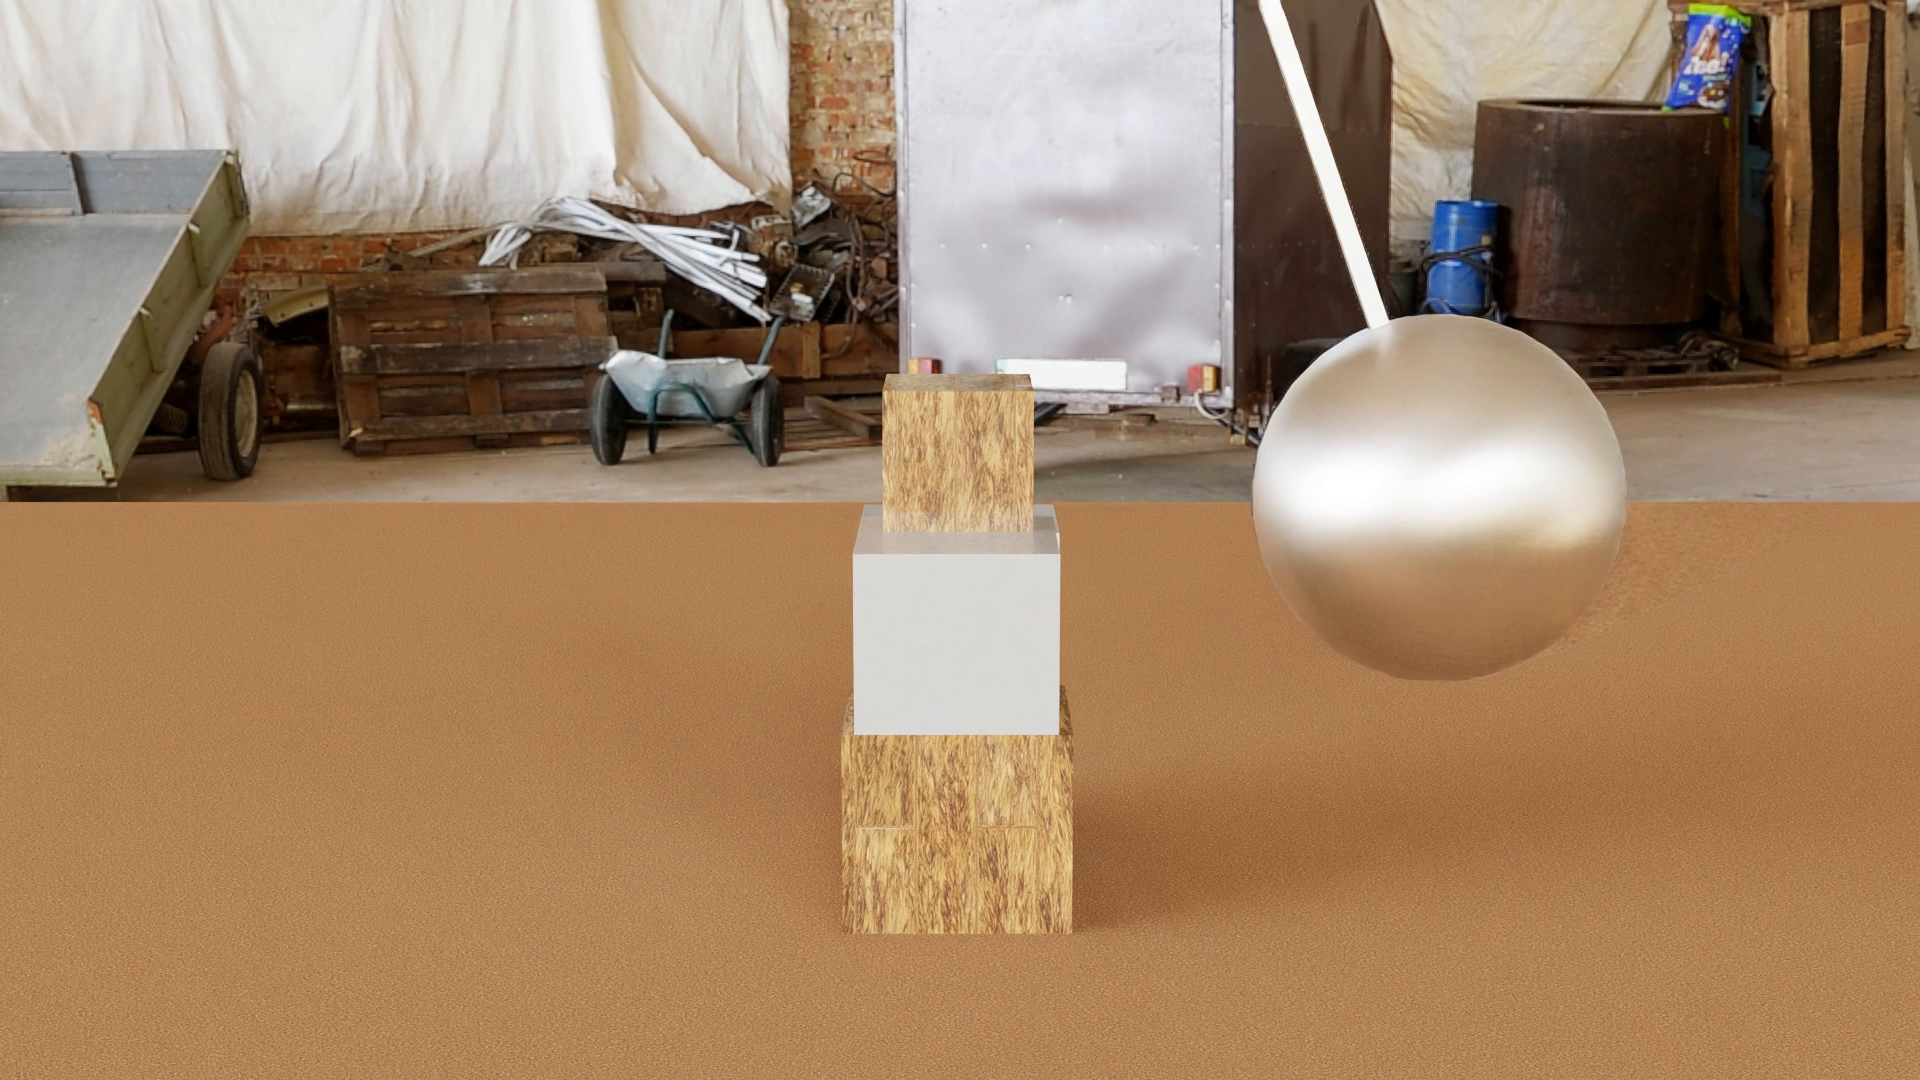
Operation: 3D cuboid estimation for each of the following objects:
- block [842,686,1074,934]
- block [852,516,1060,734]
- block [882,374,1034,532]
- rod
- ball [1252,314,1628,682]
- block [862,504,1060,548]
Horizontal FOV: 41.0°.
[{"bbox_3d":[-0.011,1.134,10.965,0.947,0.846,0.872,0,10,0],"label":"block"},{"bbox_3d":[-0.014,0.345,10.849,0.836,0.748,0.906,0,10,0],"label":"block"},{"bbox_3d":[-0.008,-0.386,11.110,0.634,0.597,0.645,0,10,0],"label":"block"},{"bbox_3d":[0.899,-3.320,10.577,0.080,5.200,0.080,-20,10,4],"label":"rod"},{"bbox_3d":[2.074,-0.182,11.147,1.600,1.600,1.600,0,10,0],"label":"ball"},{"bbox_3d":[-0.006,0.321,11.704,0.885,0.851,0.766,0,10,0],"label":"block"}]
